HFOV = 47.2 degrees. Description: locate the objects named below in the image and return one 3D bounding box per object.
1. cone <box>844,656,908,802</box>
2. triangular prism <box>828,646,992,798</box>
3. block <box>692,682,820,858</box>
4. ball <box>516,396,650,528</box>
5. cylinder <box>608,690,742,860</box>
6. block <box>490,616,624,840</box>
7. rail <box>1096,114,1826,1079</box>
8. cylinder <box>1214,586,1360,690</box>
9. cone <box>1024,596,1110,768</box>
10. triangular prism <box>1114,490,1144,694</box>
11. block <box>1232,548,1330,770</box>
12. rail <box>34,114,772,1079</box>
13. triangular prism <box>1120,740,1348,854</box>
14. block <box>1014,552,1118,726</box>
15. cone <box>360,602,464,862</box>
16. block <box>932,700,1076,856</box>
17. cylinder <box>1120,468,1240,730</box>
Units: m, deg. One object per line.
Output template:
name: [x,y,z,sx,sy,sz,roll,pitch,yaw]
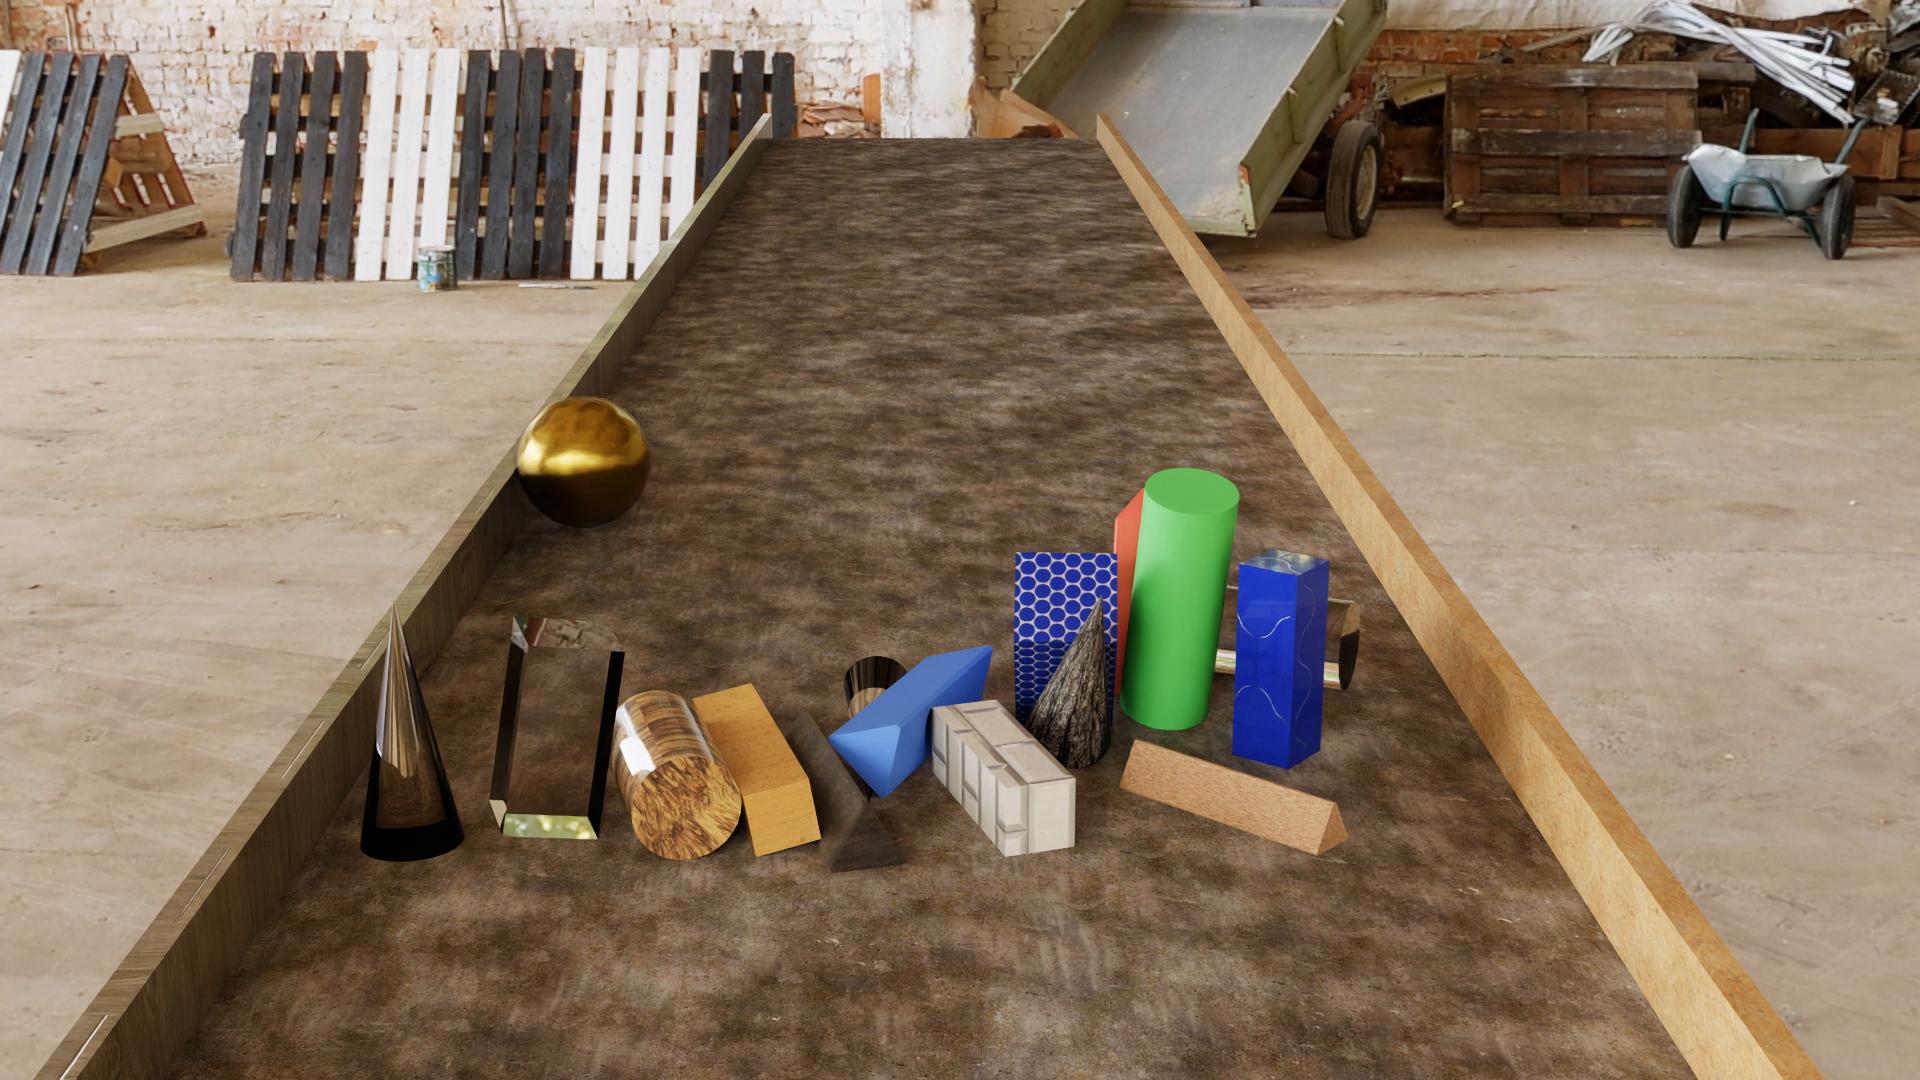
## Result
cone: [-0.154,0.359,3.910,0.126,0.126,0.407,0,25,0]
triangular prism: [-0.059,0.294,3.917,0.139,0.120,0.437,47,27,4]
block: [-0.350,0.382,3.724,0.108,0.108,0.458,-14,20,-13]
ball: [-0.908,-0.187,5.303,0.316,0.316,0.316,0,17,0]
cylinder: [-0.478,0.383,3.629,0.176,0.176,0.313,-5,17,-16]
block: [-0.660,0.306,3.591,0.155,0.323,0.155,5,14,-21]
rail: [0.932,-0.844,7.801,0.050,0.150,12.000,0,17,-1]
cylinder: [0.609,0.187,4.290,0.304,0.174,0.174,7,18,22]
cone: [0.214,0.217,3.782,0.155,0.384,0.155,4,48,-5]
triangular prism: [0.345,0.099,4.169,0.124,0.398,0.107,0,33,-1]
block: [0.567,0.210,3.894,0.115,0.358,0.115,12,21,36]
rail: [-1.118,-0.838,7.780,0.050,0.150,12.000,0,17,-1]
triangular prism: [0.453,0.419,3.675,0.406,0.077,0.088,15,22,41]
block: [0.190,0.183,3.978,0.179,0.327,0.179,1,59,3]
cone: [-0.892,0.290,3.523,0.166,0.415,0.166,0,17,0]
block: [0.068,0.394,3.693,0.119,0.119,0.377,-6,17,-18]
cylinder: [0.396,0.110,4.003,0.168,0.459,0.168,3,31,-2]
